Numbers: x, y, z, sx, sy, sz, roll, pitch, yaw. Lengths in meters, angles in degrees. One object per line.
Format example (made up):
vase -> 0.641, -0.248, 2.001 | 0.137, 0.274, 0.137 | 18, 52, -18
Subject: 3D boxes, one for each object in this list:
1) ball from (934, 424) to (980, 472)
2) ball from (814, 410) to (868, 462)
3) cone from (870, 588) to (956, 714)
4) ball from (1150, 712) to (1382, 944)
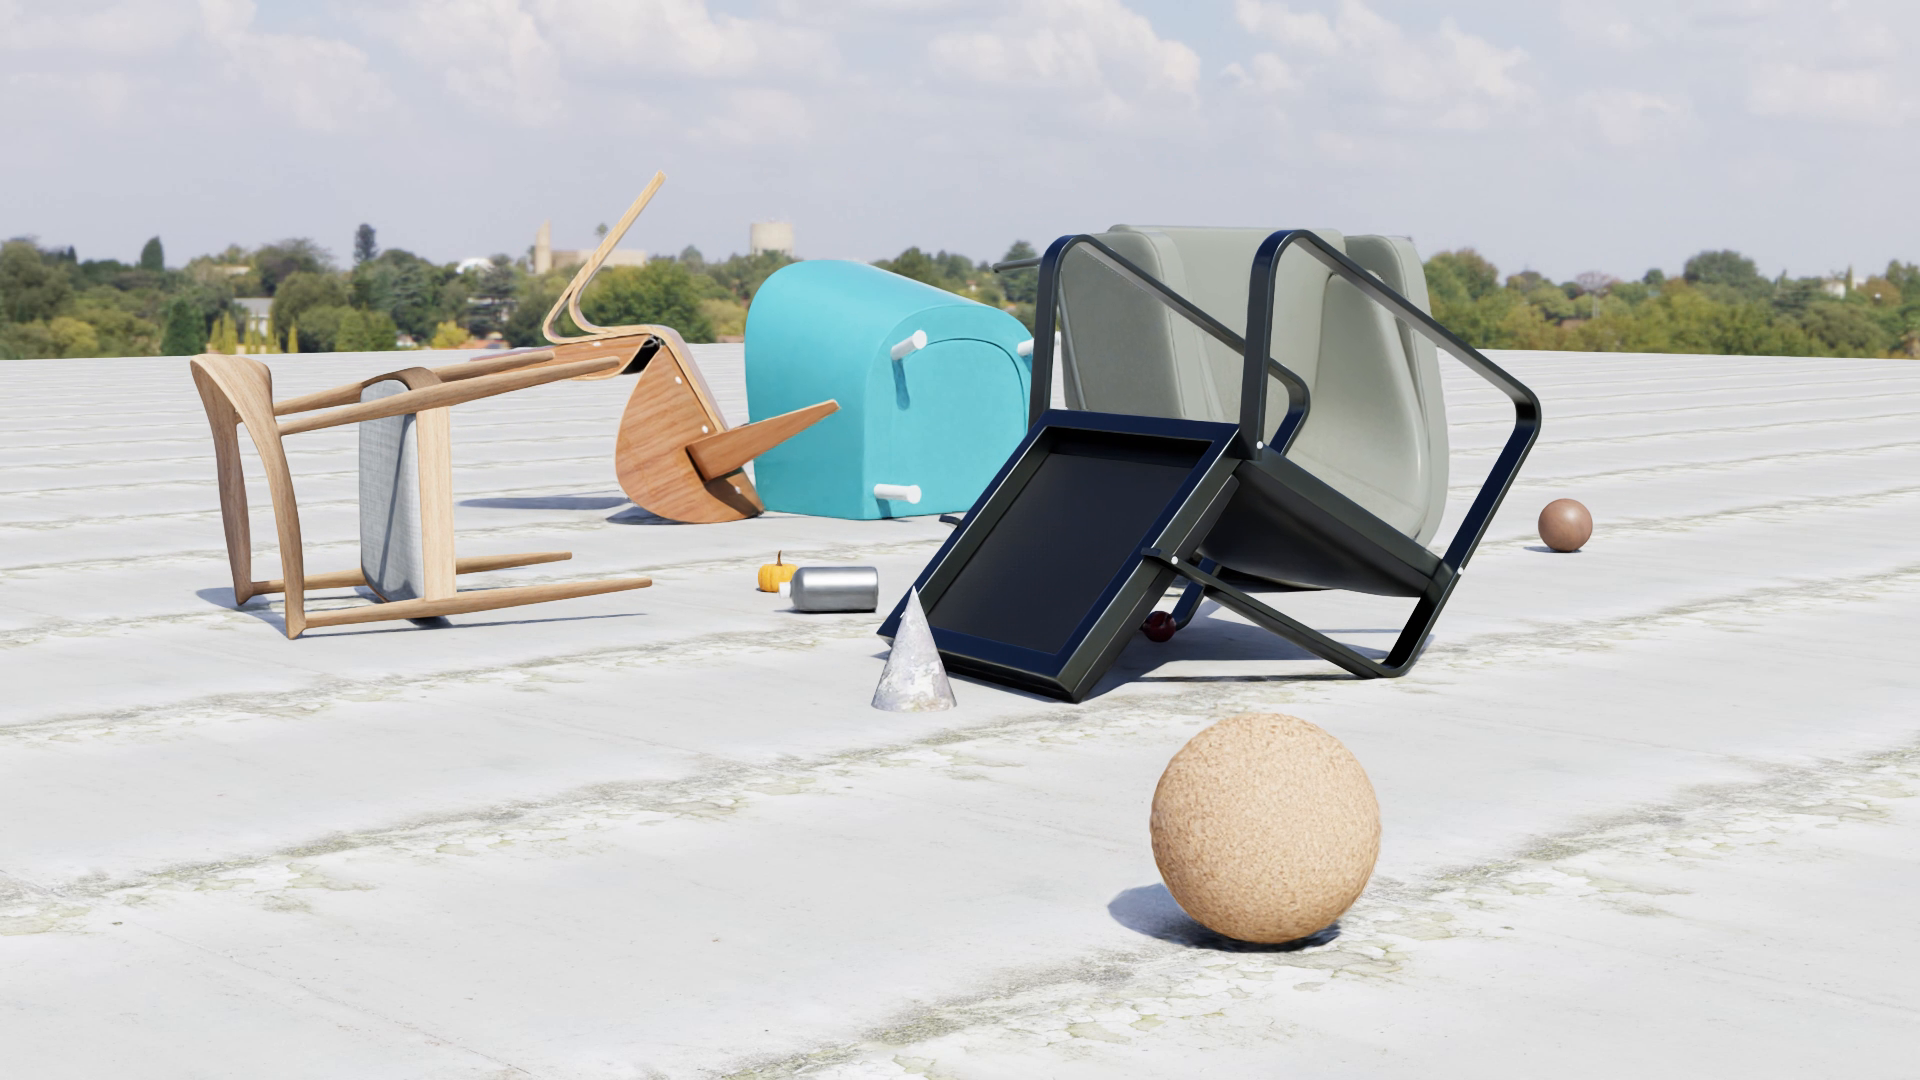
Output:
ball -> -0.011, -0.309, 8.630 | 0.160, 0.160, 0.160 | 0, 6, 0
ball -> -0.419, -0.368, 9.064 | 0.188, 0.188, 0.188 | 0, 6, 0
cone -> -0.071, 0.161, 3.943 | 0.133, 0.185, 0.157 | 0, 6, -4
ball -> 0.302, 0.284, 2.540 | 0.228, 0.228, 0.228 | 0, 6, 0
